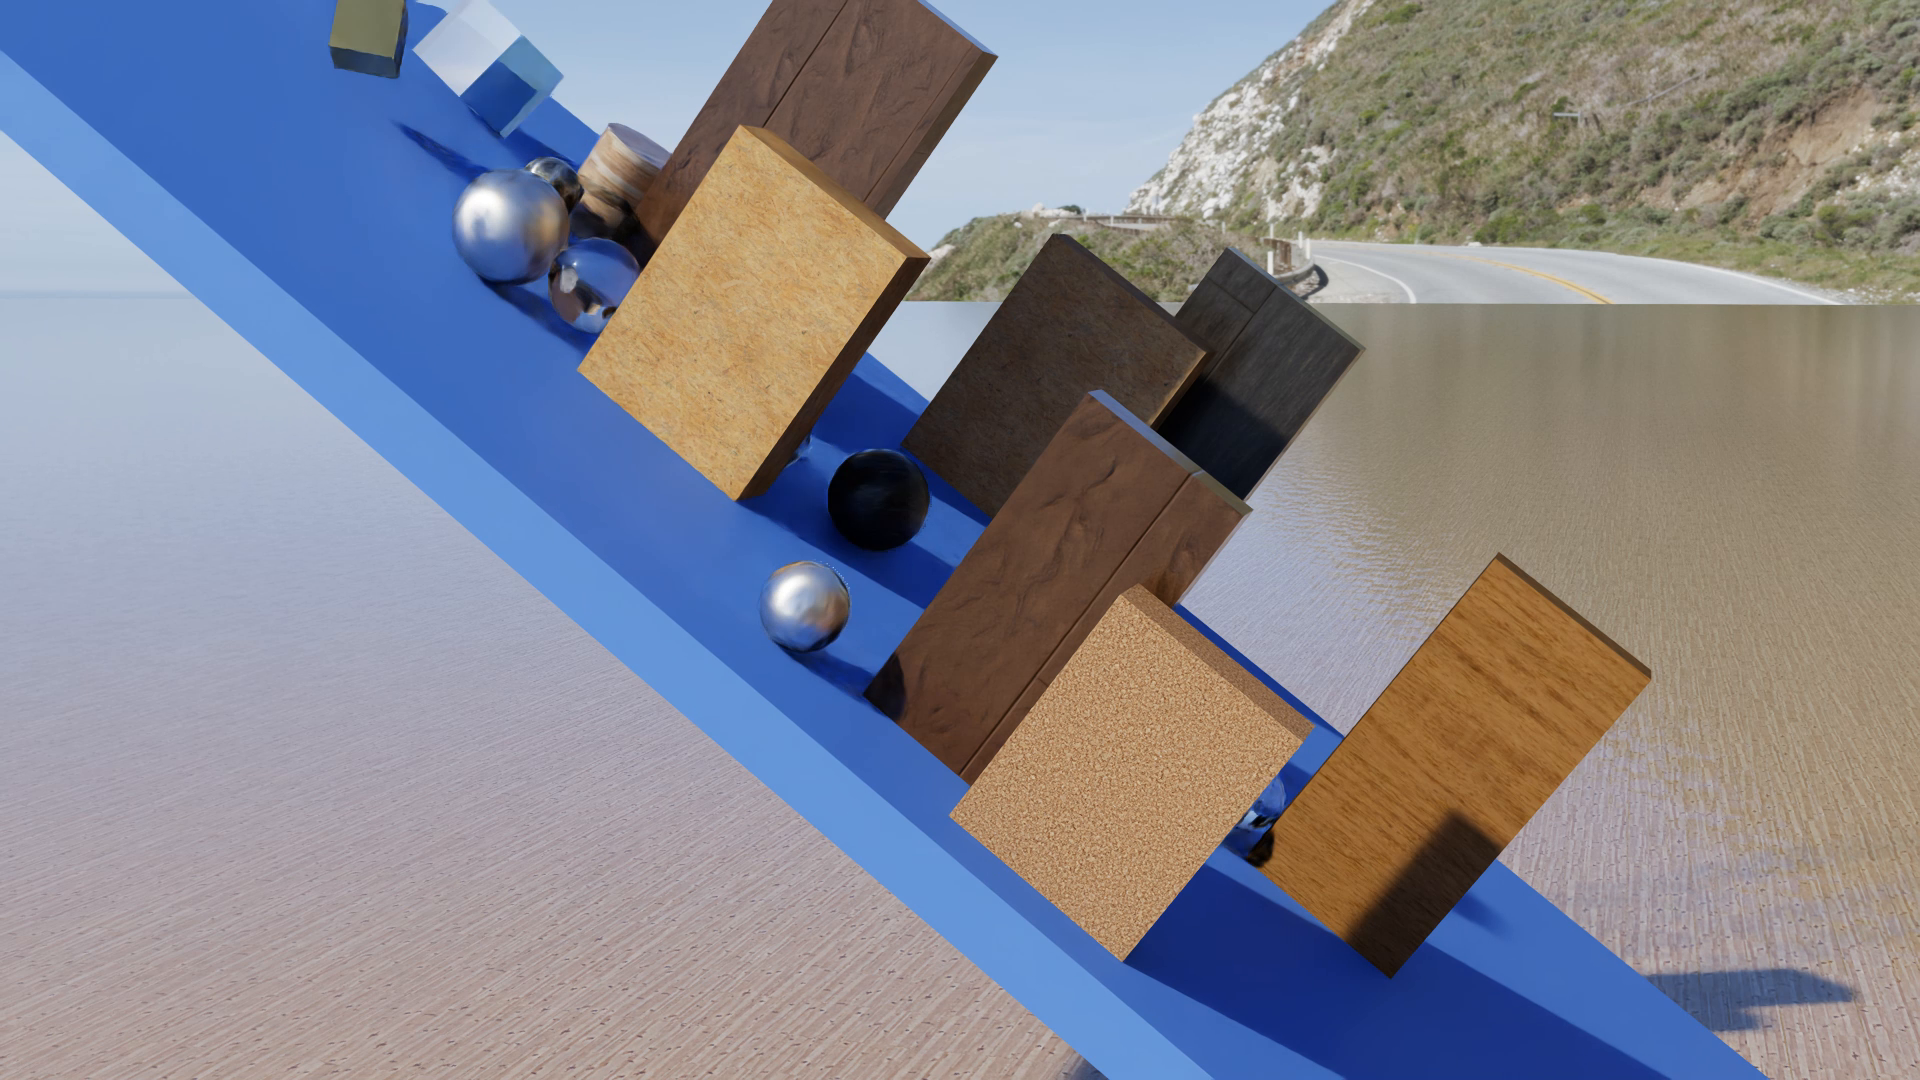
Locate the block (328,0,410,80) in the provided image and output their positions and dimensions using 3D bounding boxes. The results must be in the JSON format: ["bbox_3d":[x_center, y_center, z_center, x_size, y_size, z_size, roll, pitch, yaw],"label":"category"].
[{"bbox_3d":[-1.129,-0.969,4.205,0.121,0.121,0.121,9,-10,-9],"label":"block"}]

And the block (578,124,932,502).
[{"bbox_3d":[-0.350,-0.381,3.716,0.361,0.508,0.133,39,16,9],"label":"block"}]

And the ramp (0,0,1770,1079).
[{"bbox_3d":[-0.052,0.112,4.064,4.000,0.100,2.000,39,16,9],"label":"ramp"}]

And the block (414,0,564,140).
[{"bbox_3d":[-0.995,-1.006,4.648,0.184,0.184,0.184,45,1,26],"label":"block"}]

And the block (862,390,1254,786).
[{"bbox_3d":[0.140,0.095,3.265,0.287,0.579,0.087,39,16,9],"label":"block"}]

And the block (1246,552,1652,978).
[{"bbox_3d":[0.818,0.382,3.712,0.314,0.672,0.097,39,16,9],"label":"block"}]

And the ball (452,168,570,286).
[{"bbox_3d":[-0.781,-0.545,3.824,0.204,0.204,0.204,0,7,0],"label":"ball"}]

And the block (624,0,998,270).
[{"bbox_3d":[-0.320,-0.733,4.269,0.399,0.788,0.105,39,16,9],"label":"block"}]

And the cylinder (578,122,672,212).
[{"bbox_3d":[-0.687,-0.713,4.511,0.203,0.203,0.203,34,16,-11],"label":"cylinder"}]

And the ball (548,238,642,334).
[{"bbox_3d":[-0.629,-0.439,3.804,0.166,0.166,0.166,0,7,0],"label":"ball"}]

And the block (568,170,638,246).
[{"bbox_3d":[-0.727,-0.625,4.316,0.124,0.124,0.124,27,17,-32],"label":"block"}]

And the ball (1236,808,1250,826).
[{"bbox_3d":[0.441,0.439,3.769,0.119,0.119,0.119,0,7,0],"label":"ball"}]

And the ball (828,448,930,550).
[{"bbox_3d":[-0.144,-0.072,3.877,0.181,0.181,0.181,0,7,0],"label":"ball"}]

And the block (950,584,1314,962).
[{"bbox_3d":[0.242,0.328,3.122,0.320,0.414,0.118,39,16,9],"label":"block"}]

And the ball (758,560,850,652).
[{"bbox_3d":[-0.232,0.099,3.282,0.137,0.137,0.137,0,7,0],"label":"ball"}]

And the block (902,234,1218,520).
[{"bbox_3d":[0.203,-0.295,4.573,0.398,0.547,0.129,39,16,9],"label":"block"}]

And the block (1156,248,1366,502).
[{"bbox_3d":[0.518,-0.244,4.799,0.360,0.707,0.106,39,16,9],"label":"block"}]

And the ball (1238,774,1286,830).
[{"bbox_3d":[0.512,0.450,3.864,0.119,0.119,0.119,0,7,0],"label":"ball"}]

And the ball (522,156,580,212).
[{"bbox_3d":[-0.787,-0.673,4.207,0.119,0.119,0.119,0,7,0],"label":"ball"}]

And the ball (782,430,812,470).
[{"bbox_3d":[-0.336,-0.195,3.881,0.147,0.147,0.147,0,7,0],"label":"ball"}]
